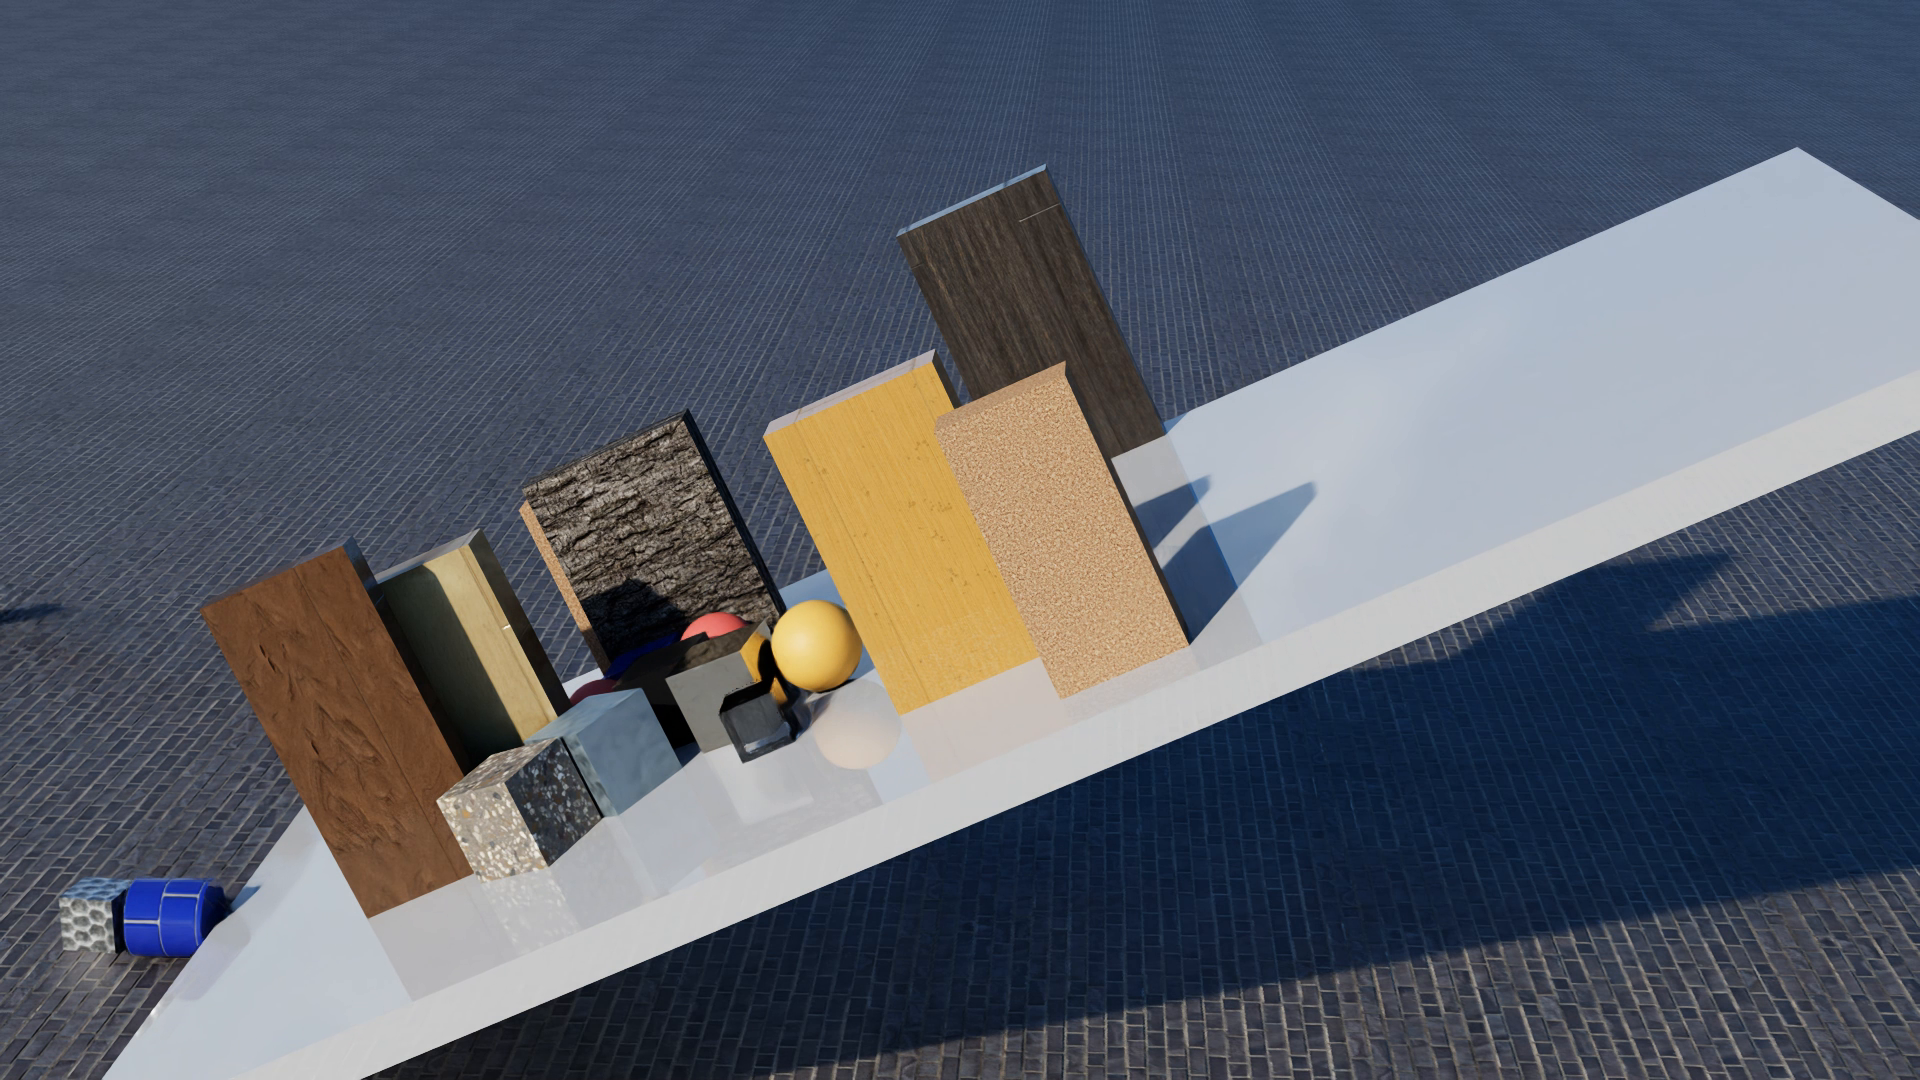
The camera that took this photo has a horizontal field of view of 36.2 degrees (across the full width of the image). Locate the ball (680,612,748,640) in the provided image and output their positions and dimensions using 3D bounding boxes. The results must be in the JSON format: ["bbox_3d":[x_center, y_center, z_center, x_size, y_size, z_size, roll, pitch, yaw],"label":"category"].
[{"bbox_3d":[-0.535,0.254,6.558,0.187,0.187,0.187,0,15,0],"label":"ball"}]

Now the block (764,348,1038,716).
[{"bbox_3d":[-0.084,-0.013,5.791,0.361,0.623,0.126,-23,13,9],"label":"block"}]

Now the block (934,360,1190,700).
[{"bbox_3d":[0.190,-0.017,5.435,0.260,0.559,0.125,-23,13,9],"label":"block"}]

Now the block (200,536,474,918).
[{"bbox_3d":[-1.246,0.392,6.105,0.334,0.741,0.084,-23,13,9],"label":"block"}]

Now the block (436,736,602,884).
[{"bbox_3d":[-0.905,0.555,6.042,0.198,0.198,0.198,-16,16,35],"label":"block"}]

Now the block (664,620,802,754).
[{"bbox_3d":[-0.480,0.310,6.244,0.183,0.183,0.183,-21,14,20],"label":"block"}]

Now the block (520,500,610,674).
[{"bbox_3d":[-0.719,0.083,6.784,0.373,0.543,0.116,-23,13,9],"label":"block"}]

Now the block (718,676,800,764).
[{"bbox_3d":[-0.412,0.368,6.038,0.117,0.117,0.117,-23,13,9],"label":"block"}]

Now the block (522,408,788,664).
[{"bbox_3d":[-0.672,0.057,6.672,0.402,0.598,0.101,-23,13,9],"label":"block"}]

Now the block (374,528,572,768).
[{"bbox_3d":[-1.029,0.318,6.287,0.295,0.610,0.131,-23,13,9],"label":"block"}]

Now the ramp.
[{"bbox_3d":[0.134,0.169,6.283,4.000,0.100,2.000,-23,13,9],"label":"ramp"}]

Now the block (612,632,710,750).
[{"bbox_3d":[-0.616,0.337,6.407,0.178,0.178,0.178,-21,14,18],"label":"block"}]

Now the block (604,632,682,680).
[{"bbox_3d":[-0.684,0.329,6.608,0.159,0.159,0.159,-23,13,12],"label":"block"}]

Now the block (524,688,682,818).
[{"bbox_3d":[-0.749,0.451,6.168,0.195,0.195,0.195,-11,19,47],"label":"block"}]

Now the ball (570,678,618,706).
[{"bbox_3d":[-0.779,0.397,6.458,0.185,0.185,0.185,0,15,0],"label":"ball"}]

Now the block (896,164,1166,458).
[{"bbox_3d":[0.173,-0.497,7.044,0.386,0.700,0.099,-23,13,9],"label":"block"}]

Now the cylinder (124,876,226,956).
[{"bbox_3d":[-1.801,0.864,6.750,0.179,0.179,0.179,1,15,4],"label":"cylinder"}]

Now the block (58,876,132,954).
[{"bbox_3d":[-1.995,0.869,6.822,0.130,0.130,0.130,3,16,10],"label":"block"}]

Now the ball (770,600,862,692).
[{"bbox_3d":[-0.303,0.223,6.233,0.194,0.194,0.194,0,15,0],"label":"ball"}]
